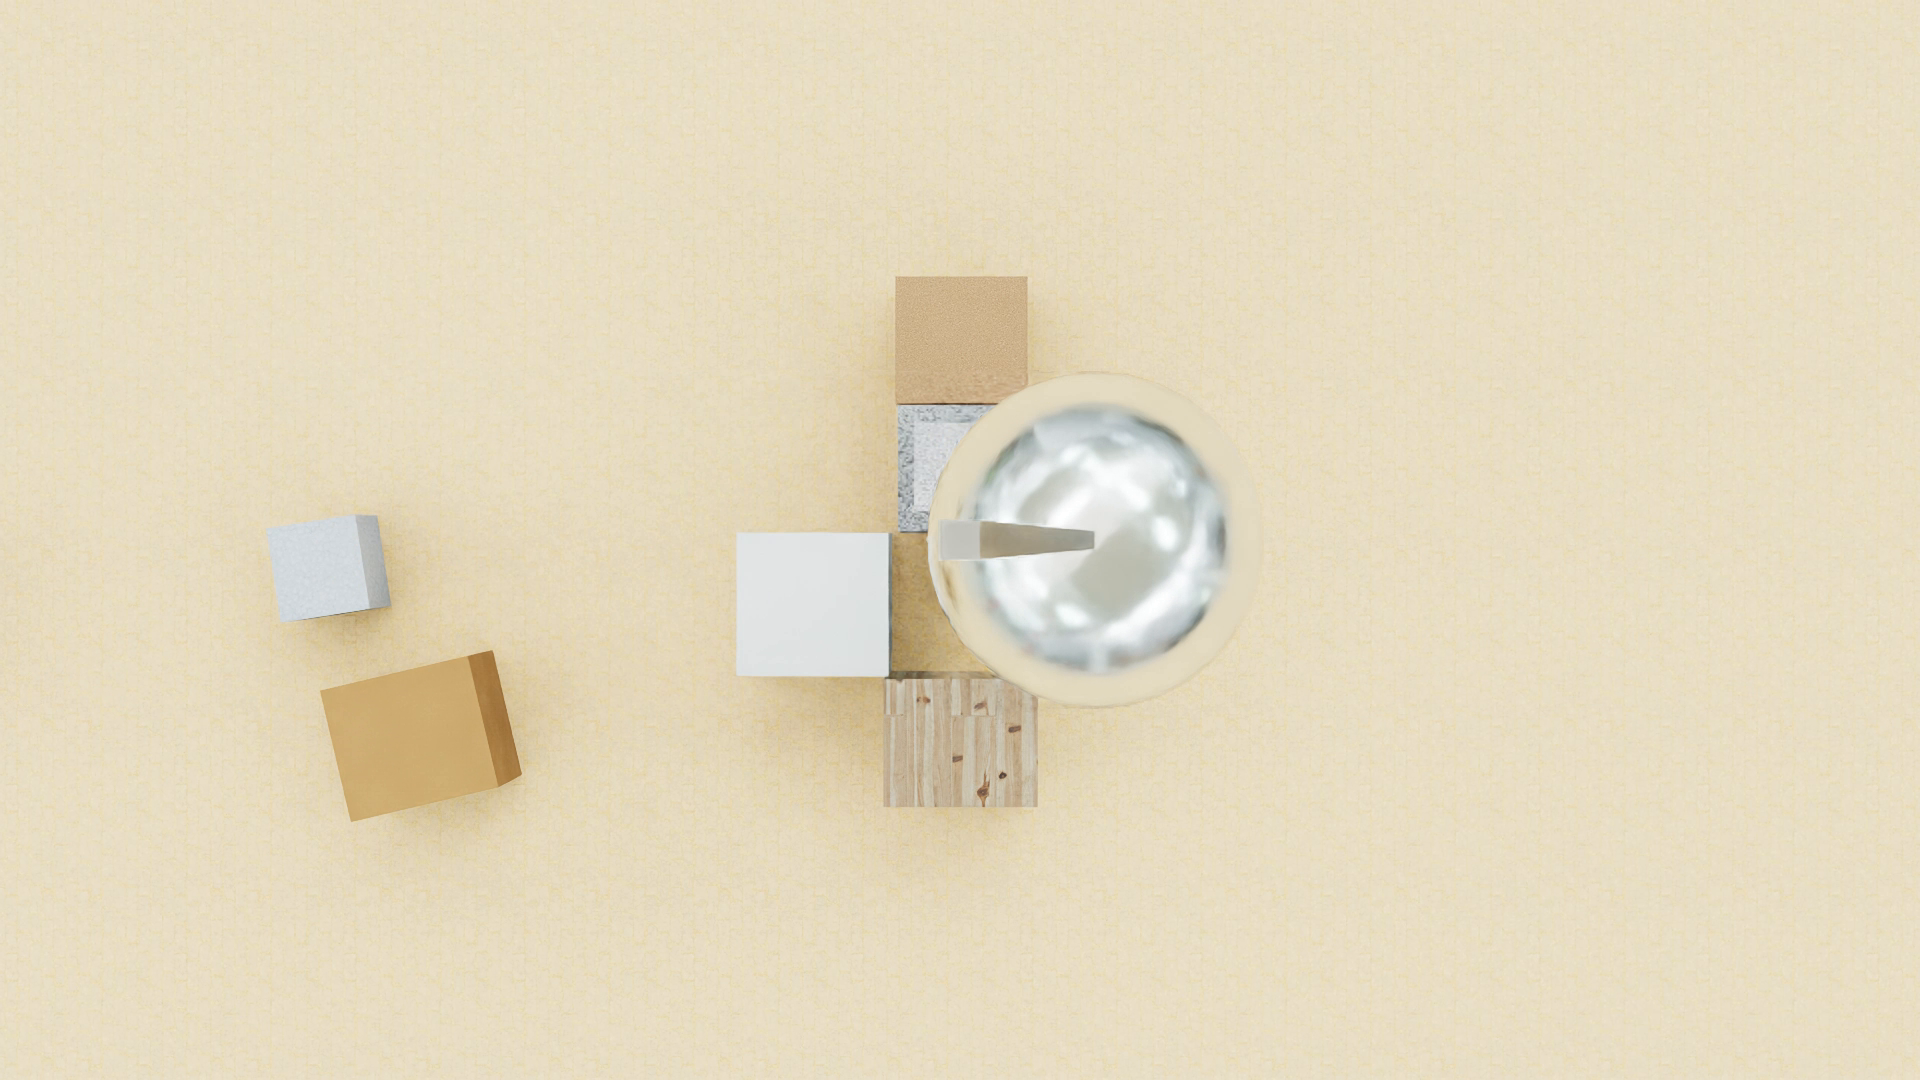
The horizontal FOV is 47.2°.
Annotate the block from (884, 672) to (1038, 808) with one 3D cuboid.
[{"bbox_3d":[0.003,1.128,12.595,0.856,0.810,0.707,0,90,0],"label":"block"}]

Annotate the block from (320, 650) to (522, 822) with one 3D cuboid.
[{"bbox_3d":[-3.089,1.116,12.666,0.851,0.668,0.758,-13,90,0],"label":"block"}]

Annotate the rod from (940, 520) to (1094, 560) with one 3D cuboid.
[{"bbox_3d":[0.277,0.000,7.114,0.080,5.200,0.080,0,90,6],"label":"rod"}]

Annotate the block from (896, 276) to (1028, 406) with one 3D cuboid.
[{"bbox_3d":[0.009,-1.124,12.678,0.744,0.644,0.714,0,90,0],"label":"block"}]

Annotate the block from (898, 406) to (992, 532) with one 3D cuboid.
[{"bbox_3d":[0.012,-0.402,12.675,0.721,0.650,0.711,0,90,0],"label":"block"}]

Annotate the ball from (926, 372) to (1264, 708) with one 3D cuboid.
[{"bbox_3d":[0.640,0.000,10.494,1.600,1.600,1.600,0,90,0],"label":"ball"}]

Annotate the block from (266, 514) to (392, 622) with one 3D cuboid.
[{"bbox_3d":[-3.656,0.162,12.759,0.512,0.481,0.544,-9,90,0],"label":"block"}]

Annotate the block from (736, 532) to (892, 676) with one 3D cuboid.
[{"bbox_3d":[-0.824,0.361,12.643,0.847,0.714,0.801,0,90,0],"label":"block"}]

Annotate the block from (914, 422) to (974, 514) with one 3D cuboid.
[{"bbox_3d":[0.019,-0.388,12.069,0.534,0.562,0.480,1,90,0],"label":"block"}]
